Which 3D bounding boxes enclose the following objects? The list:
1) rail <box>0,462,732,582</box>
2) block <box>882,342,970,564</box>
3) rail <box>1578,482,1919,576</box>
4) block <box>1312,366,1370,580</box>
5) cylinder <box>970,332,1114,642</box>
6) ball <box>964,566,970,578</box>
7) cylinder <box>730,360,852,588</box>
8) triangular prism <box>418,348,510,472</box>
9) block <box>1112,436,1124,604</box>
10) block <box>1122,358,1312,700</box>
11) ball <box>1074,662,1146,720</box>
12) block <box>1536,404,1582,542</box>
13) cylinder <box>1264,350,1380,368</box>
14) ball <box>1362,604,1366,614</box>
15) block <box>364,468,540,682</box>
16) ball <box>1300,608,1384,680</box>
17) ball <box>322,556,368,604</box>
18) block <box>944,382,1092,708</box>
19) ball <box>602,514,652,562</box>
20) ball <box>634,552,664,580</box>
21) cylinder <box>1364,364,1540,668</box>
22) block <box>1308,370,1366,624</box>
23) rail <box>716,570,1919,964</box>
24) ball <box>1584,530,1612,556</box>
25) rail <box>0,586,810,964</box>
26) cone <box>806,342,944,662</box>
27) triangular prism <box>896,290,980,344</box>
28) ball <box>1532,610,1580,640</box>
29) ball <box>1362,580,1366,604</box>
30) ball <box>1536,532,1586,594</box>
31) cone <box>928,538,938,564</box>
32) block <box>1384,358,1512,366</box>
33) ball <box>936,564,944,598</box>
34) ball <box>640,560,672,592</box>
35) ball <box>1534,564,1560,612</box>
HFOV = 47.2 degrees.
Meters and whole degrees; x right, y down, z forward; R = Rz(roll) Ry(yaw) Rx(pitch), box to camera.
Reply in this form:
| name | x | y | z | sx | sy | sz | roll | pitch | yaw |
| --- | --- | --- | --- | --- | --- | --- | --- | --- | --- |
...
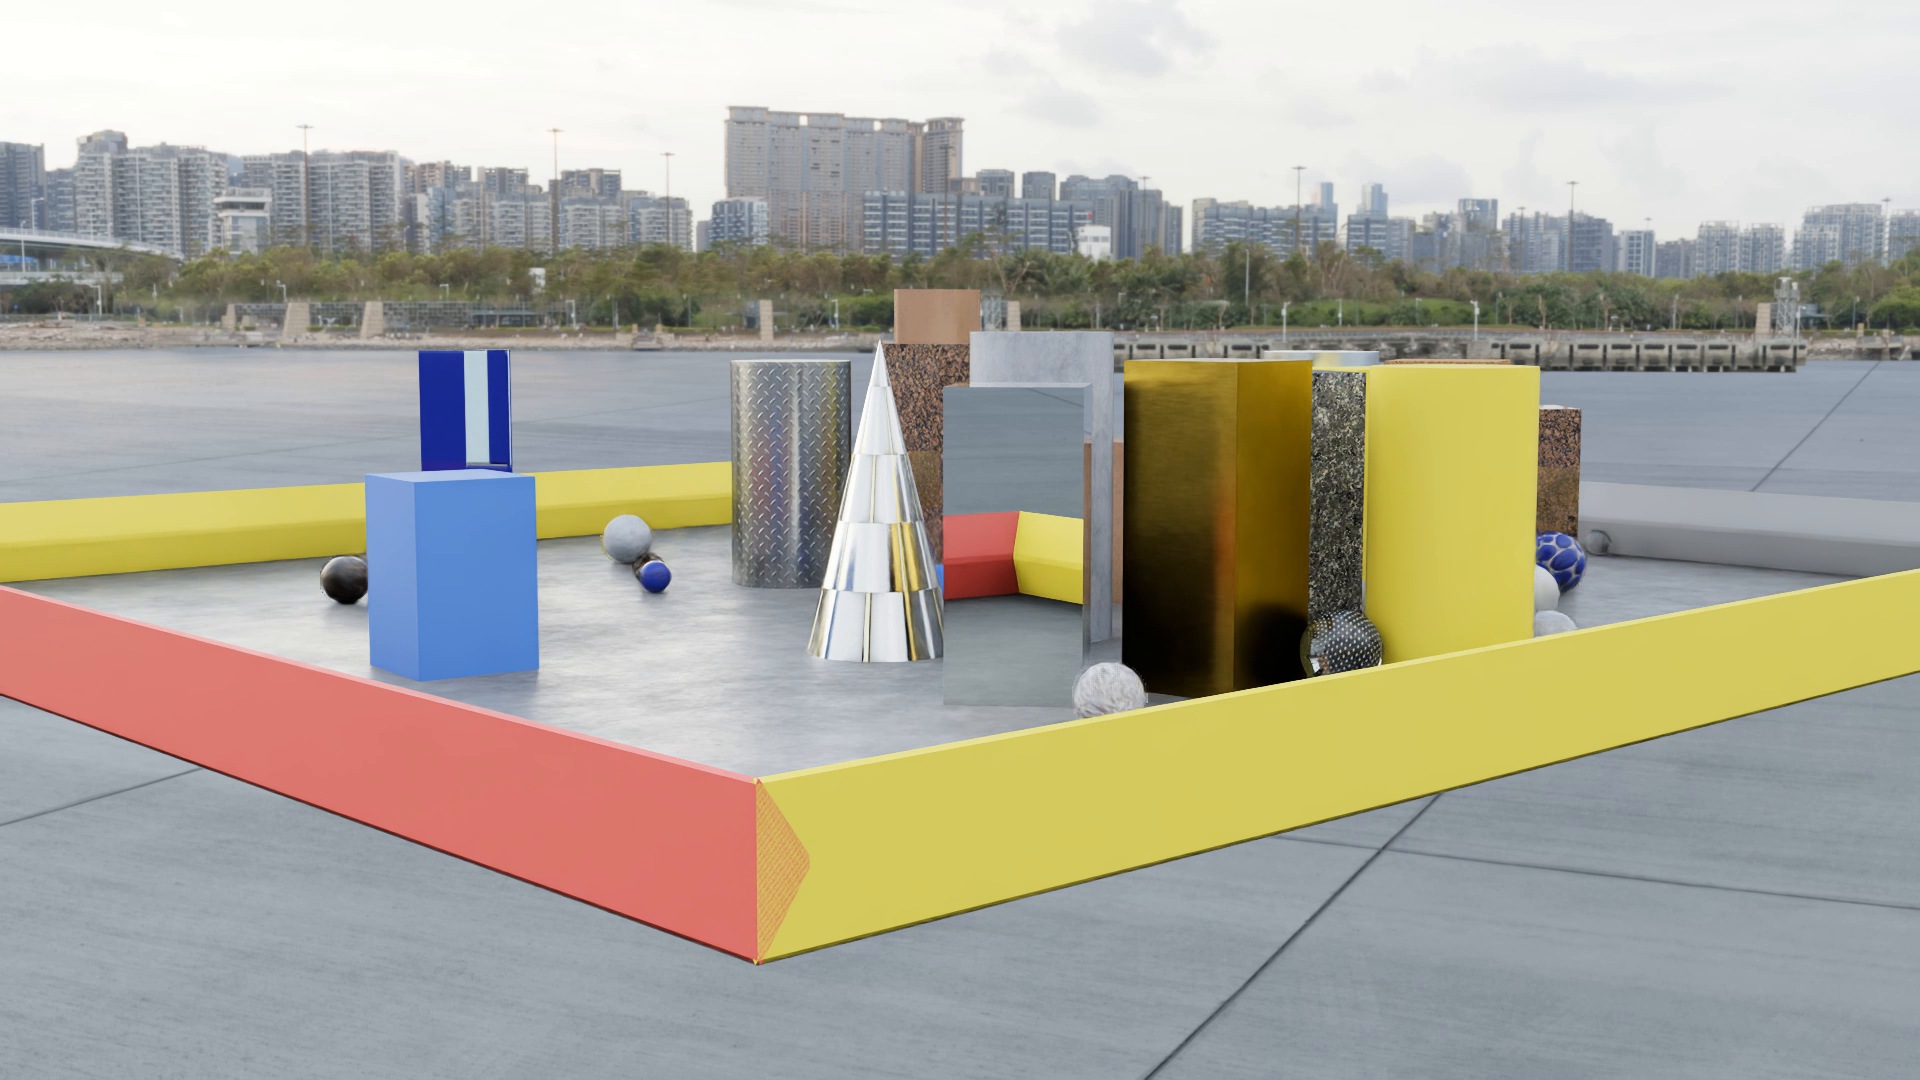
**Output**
| name | x | y | z | sx | sy | sz | roll | pitch | yaw |
| --- | --- | --- | --- | --- | --- | --- | --- | --- | --- |
| rail | -0.843 | -0.062 | 4.241 | 2.713 | 0.127 | 0.045 | -5 | 8 | -42 |
| block | -0.030 | -0.157 | 3.919 | 0.157 | 0.385 | 0.157 | -5 | 8 | -42 |
| rail | 0.980 | -0.061 | 4.231 | 0.045 | 0.127 | 2.534 | -5 | 8 | -42 |
| block | 0.643 | -0.099 | 3.526 | 0.157 | 0.352 | 0.157 | -4 | 7 | -31 |
| cylinder | 0.111 | -0.076 | 3.006 | 0.196 | 0.415 | 0.196 | 0 | 6 | 0 |
| ball | 0.049 | 0.068 | 3.166 | 0.094 | 0.094 | 0.094 | 0 | 6 | 0 |
| cylinder | -0.276 | -0.112 | 3.601 | 0.196 | 0.362 | 0.196 | 0 | 6 | 0 |
| triangular prism | -0.815 | -0.139 | 3.786 | 0.170 | 0.378 | 0.147 | 2 | 6 | 17 |
| block | 0.268 | -0.033 | 3.407 | 0.157 | 0.246 | 0.157 | 4 | 7 | 35 |
| block | 0.302 | -0.018 | 2.584 | 0.157 | 0.386 | 0.157 | 5 | 8 | 40 |
| ball | 0.158 | 0.166 | 2.322 | 0.075 | 0.075 | 0.075 | 0 | 6 | 0 |
| block | 0.925 | -0.078 | 3.642 | 0.157 | 0.285 | 0.157 | 0 | 6 | 0 |
| cylinder | 0.622 | -0.139 | 3.804 | 0.196 | 0.373 | 0.196 | 0 | 6 | 0 |
| ball | 0.562 | 0.109 | 2.987 | 0.051 | 0.051 | 0.051 | 0 | 6 | 0 |
| block | -0.633 | 0.039 | 2.740 | 0.157 | 0.241 | 0.157 | -4 | 7 | -36 |
| ball | 0.446 | 0.129 | 2.573 | 0.097 | 0.097 | 0.097 | 0 | 6 | 0 |
| ball | -0.935 | 0.060 | 3.350 | 0.072 | 0.072 | 0.072 | 0 | 6 | 0 |
| block | 0.068 | 0.001 | 2.537 | 0.157 | 0.359 | 0.157 | 1 | 6 | 7 |
| ball | -0.588 | -0.003 | 3.885 | 0.086 | 0.086 | 0.086 | 0 | 6 | 0 |
| ball | -0.506 | 0.046 | 3.582 | 0.052 | 0.052 | 0.052 | 0 | 6 | 0 |
| cylinder | 0.583 | -0.017 | 2.611 | 0.196 | 0.378 | 0.196 | 0 | 6 | 0 |
| block | 0.406 | -0.031 | 2.800 | 0.157 | 0.367 | 0.157 | -2 | 6 | -17 |
| rail | 0.843 | 0.128 | 2.423 | 2.713 | 0.127 | 0.045 | -5 | 8 | -42 |
| ball | 1.161 | 0.005 | 4.000 | 0.047 | 0.047 | 0.047 | 0 | 6 | 0 |
| rail | -0.980 | 0.127 | 2.433 | 0.045 | 0.127 | 2.534 | -5 | 8 | -42 |
| cone | -0.104 | -0.058 | 2.866 | 0.196 | 0.408 | 0.196 | 0 | 6 | 0 |
| triangular prism | -0.067 | -0.235 | 4.197 | 0.170 | 0.483 | 0.147 | -2 | 6 | -21 |
| ball | 0.722 | 0.125 | 2.699 | 0.078 | 0.078 | 0.078 | 0 | 6 | 0 |
| ball | 0.569 | 0.087 | 3.147 | 0.061 | 0.061 | 0.061 | 0 | 6 | 0 |
| ball | 0.932 | 0.037 | 3.454 | 0.098 | 0.098 | 0.098 | 0 | 6 | 0 |
| cone | -0.106 | -0.041 | 3.201 | 0.196 | 0.304 | 0.196 | 0 | 6 | 0 |
| block | 0.702 | -0.073 | 3.176 | 0.157 | 0.373 | 0.157 | 2 | 6 | 20 |
| ball | -0.024 | 0.077 | 3.108 | 0.088 | 0.088 | 0.088 | 0 | 6 | 0 |
| ball | -0.482 | 0.058 | 3.479 | 0.050 | 0.050 | 0.050 | 0 | 6 | 0 |
| ball | 0.804 | 0.077 | 3.116 | 0.087 | 0.087 | 0.087 | 0 | 6 | 0 |
